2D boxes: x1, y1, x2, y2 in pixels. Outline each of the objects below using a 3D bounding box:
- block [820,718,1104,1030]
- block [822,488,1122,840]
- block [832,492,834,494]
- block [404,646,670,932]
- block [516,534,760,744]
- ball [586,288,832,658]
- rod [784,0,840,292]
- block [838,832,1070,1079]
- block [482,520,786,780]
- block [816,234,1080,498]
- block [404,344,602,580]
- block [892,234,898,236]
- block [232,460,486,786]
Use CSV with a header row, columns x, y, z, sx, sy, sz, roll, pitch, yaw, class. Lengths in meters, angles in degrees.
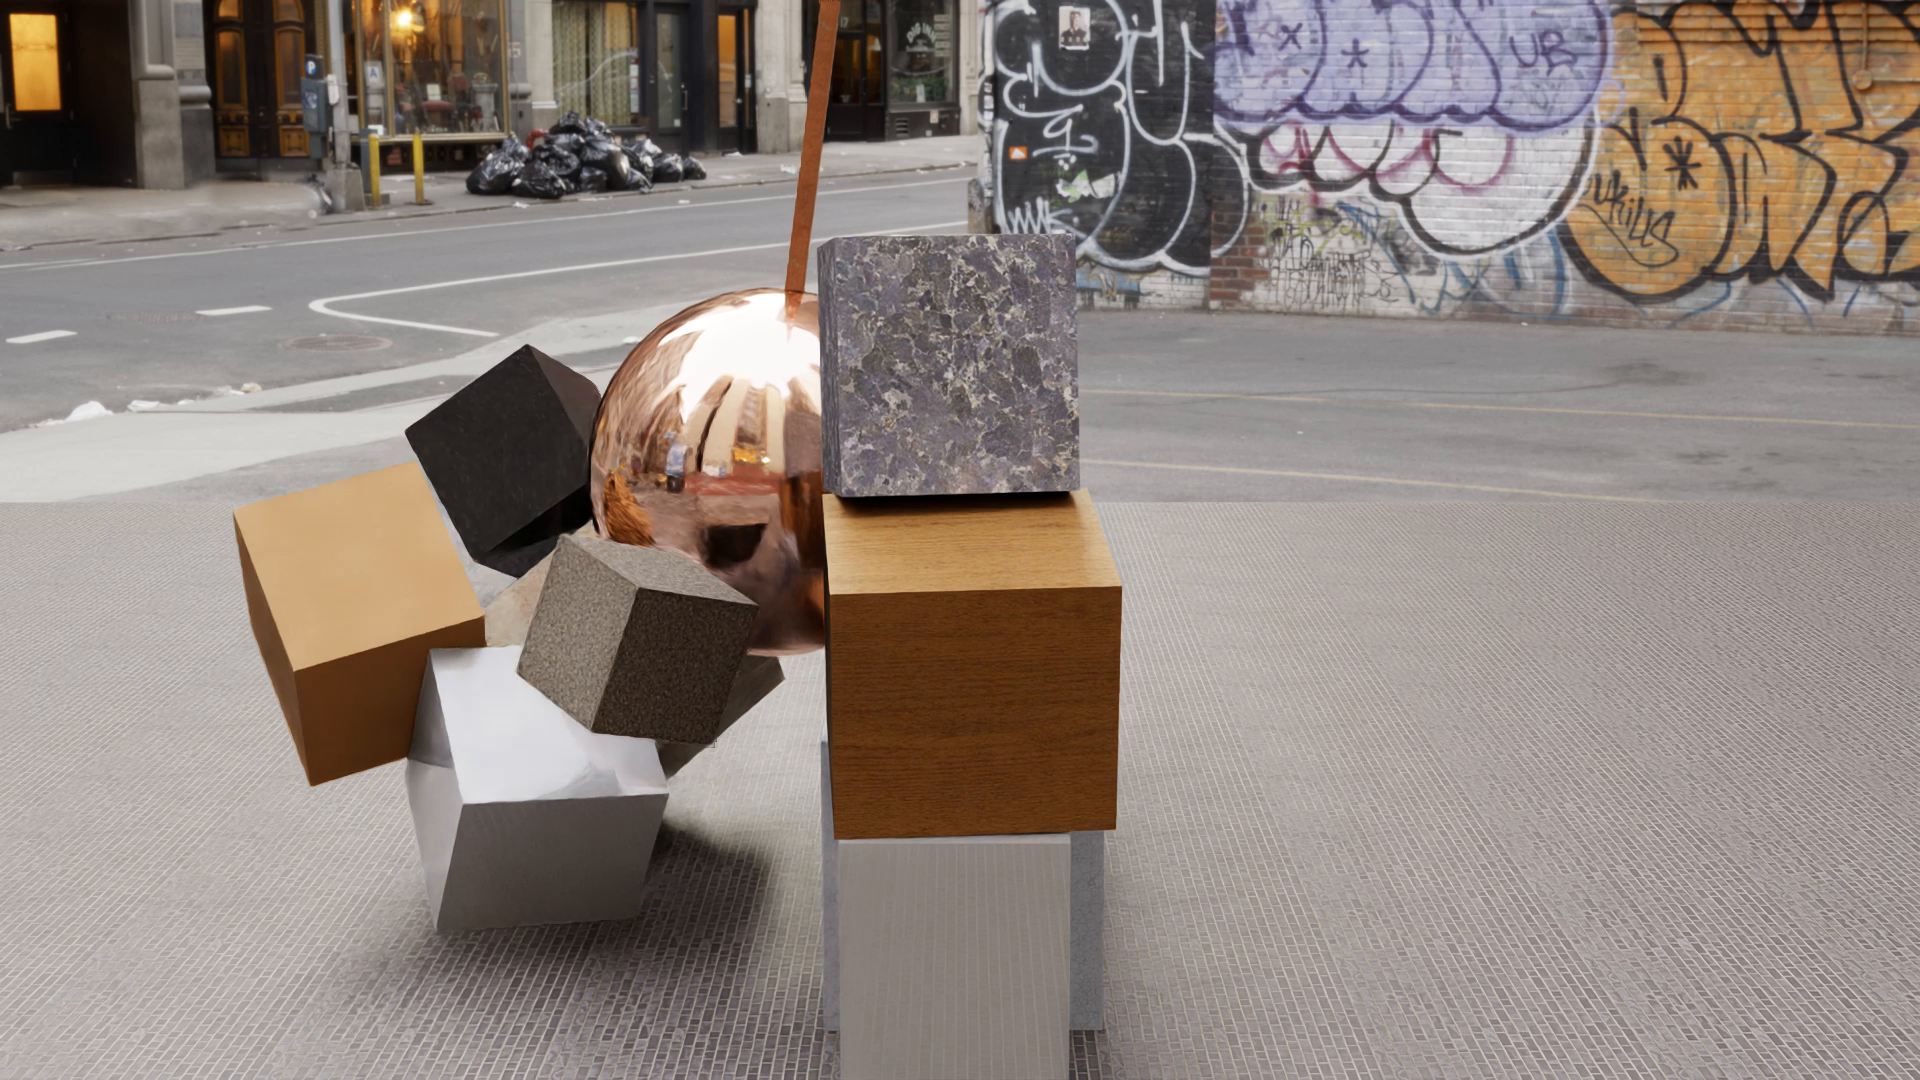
x,y,z,sx,sy,sz,roll,pitch,yaw,class
0.009,1.193,9.906,1.037,1.108,0.949,0,10,0,block
0.018,0.410,8.939,0.954,0.893,0.941,-2,21,-4,block
-0.053,0.193,9.920,0.779,0.855,0.716,-2,10,-11,block
-1.779,1.019,10.671,0.833,0.791,0.845,-1,44,-23,block
-1.248,0.383,9.898,0.573,0.583,0.585,11,13,-43,block
-0.818,-0.292,11.127,1.600,1.600,1.600,0,10,0,ball
-0.354,-3.606,10.525,0.080,5.200,0.080,8,10,-1,rod
-0.018,1.420,9.058,0.777,0.965,0.786,0,10,0,block
-1.545,0.527,12.082,0.972,1.021,0.900,-41,-8,-8,block
-0.056,-0.634,9.323,0.843,0.900,0.760,-2,4,-8,block
-2.069,-0.347,12.509,0.746,0.771,0.758,-34,-18,8,block
-0.043,-0.982,12.607,0.724,0.836,0.722,2,25,12,block
-2.546,0.353,10.957,0.793,0.846,0.890,-17,56,-20,block
